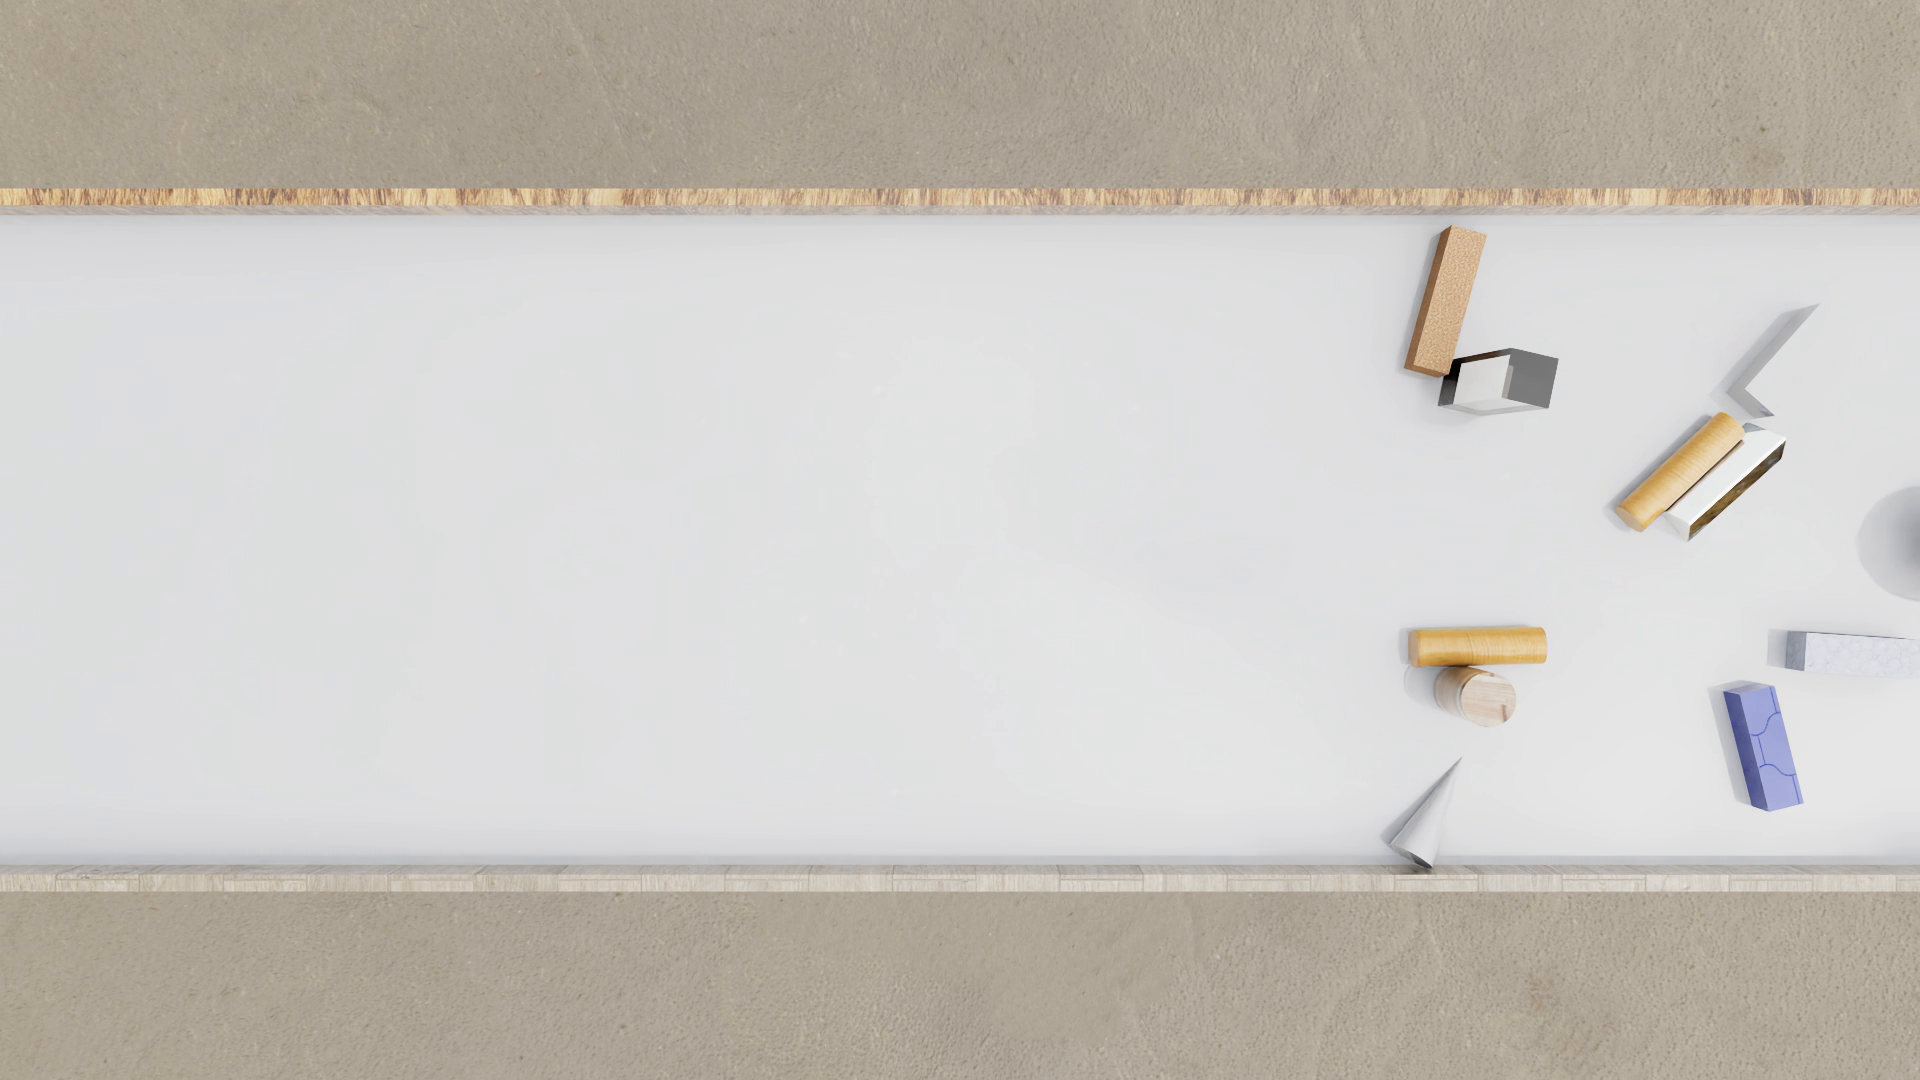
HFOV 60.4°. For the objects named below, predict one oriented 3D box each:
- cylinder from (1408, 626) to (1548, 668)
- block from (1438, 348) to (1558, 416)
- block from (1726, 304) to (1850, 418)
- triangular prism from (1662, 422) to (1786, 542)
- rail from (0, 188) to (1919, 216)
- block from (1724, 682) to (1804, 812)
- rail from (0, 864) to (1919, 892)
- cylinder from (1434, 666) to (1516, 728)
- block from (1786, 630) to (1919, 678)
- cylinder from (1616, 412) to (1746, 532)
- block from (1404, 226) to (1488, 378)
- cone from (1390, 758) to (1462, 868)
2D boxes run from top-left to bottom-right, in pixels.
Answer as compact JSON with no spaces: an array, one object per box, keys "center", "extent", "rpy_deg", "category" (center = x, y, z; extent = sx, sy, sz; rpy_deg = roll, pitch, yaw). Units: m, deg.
[{"center":[1.574,0.326,5.020],"extent":[0.389,0.114,0.114],"rpy_deg":[-2,90,0],"category":"cylinder"},{"center":[1.575,-0.460,4.851],"extent":[0.144,0.436,0.144],"rpy_deg":[12,90,-7],"category":"block"},{"center":[2.517,-0.543,5.015],"extent":[0.122,0.122,0.345],"rpy_deg":[42,90,0],"category":"block"},{"center":[2.330,-0.177,5.009],"extent":[0.386,0.129,0.149],"rpy_deg":[-42,90,0],"category":"triangular prism"},{"center":[-2.247,-1.025,5.002],"extent":[12.000,0.150,0.050],"rpy_deg":[0,90,0],"category":"rail"},{"center":[2.446,0.629,5.022],"extent":[0.108,0.108,0.365],"rpy_deg":[-14,90,0],"category":"block"},{"center":[-2.247,1.025,5.001],"extent":[12.000,0.150,0.050],"rpy_deg":[0,90,0],"category":"rail"},{"center":[1.532,0.462,4.918],"extent":[0.158,0.313,0.158],"rpy_deg":[0,90,2],"category":"cylinder"},{"center":[2.722,0.349,5.018],"extent":[0.358,0.117,0.117],"rpy_deg":[4,90,0],"category":"block"},{"center":[2.193,-0.207,5.024],"extent":[0.424,0.106,0.106],"rpy_deg":[-43,90,0],"category":"cylinder"},{"center":[1.477,-0.724,5.021],"extent":[0.110,0.110,0.436],"rpy_deg":[15,90,0],"category":"block"},{"center":[1.458,0.812,5.042],"extent":[0.141,0.141,0.355],"rpy_deg":[31,79,0],"category":"cone"}]
